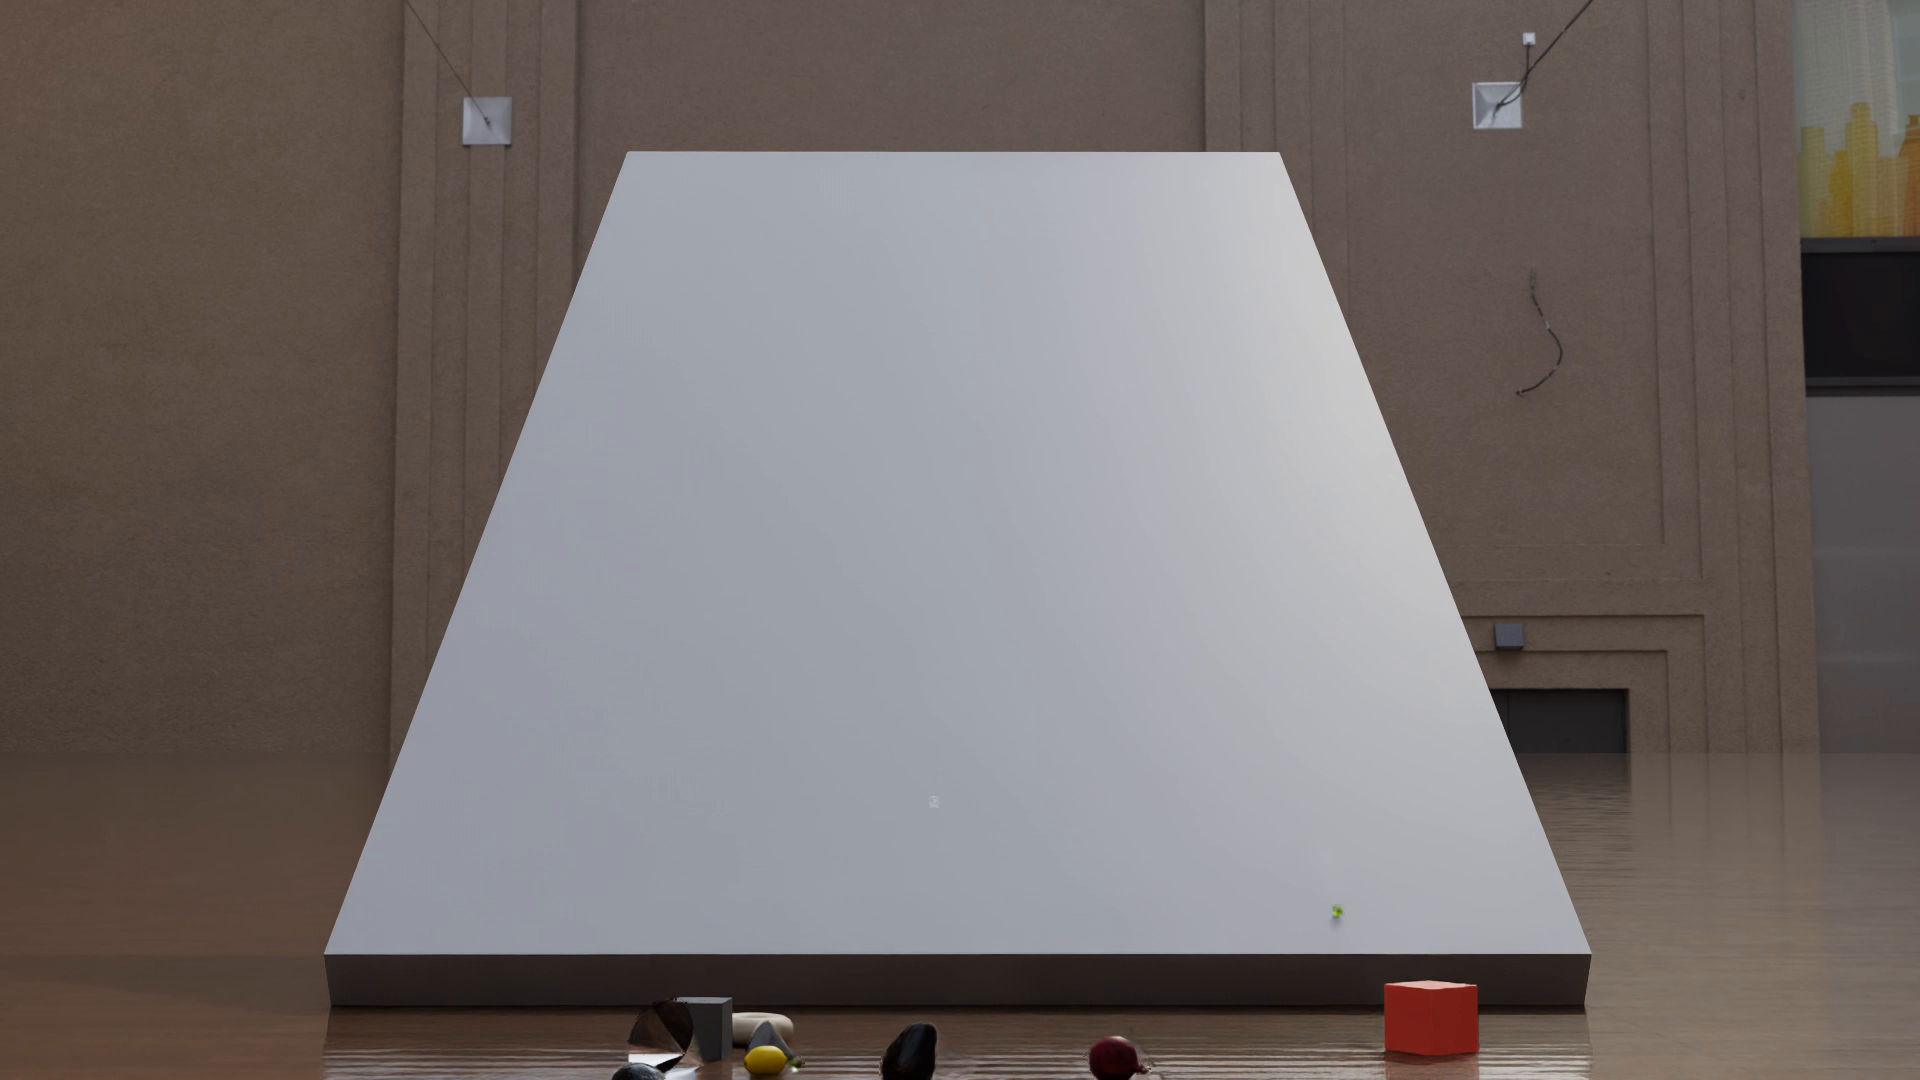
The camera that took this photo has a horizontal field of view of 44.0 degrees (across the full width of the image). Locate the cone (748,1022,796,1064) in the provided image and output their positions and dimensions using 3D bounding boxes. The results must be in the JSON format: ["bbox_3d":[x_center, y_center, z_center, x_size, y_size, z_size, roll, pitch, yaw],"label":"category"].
[{"bbox_3d":[-0.238,0.669,3.109,0.059,0.059,0.059,30,-16,-19],"label":"cone"}]

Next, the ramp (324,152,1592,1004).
[{"bbox_3d":[-0.011,-0.225,5.548,2.000,0.100,4.000,0,27,0],"label":"ramp"}]

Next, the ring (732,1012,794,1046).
[{"bbox_3d":[-0.288,0.681,3.313,0.113,0.038,0.113,1,-6,0],"label":"ring"}]

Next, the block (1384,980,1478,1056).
[{"bbox_3d":[0.639,0.648,3.228,0.088,0.088,0.088,4,-6,-36],"label":"block"}]

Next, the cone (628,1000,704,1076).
[{"bbox_3d":[-0.353,0.653,3.029,0.100,0.100,0.100,-3,-32,33],"label":"cone"}]

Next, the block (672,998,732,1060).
[{"bbox_3d":[-0.346,0.650,3.169,0.073,0.073,0.073,0,-5,5],"label":"block"}]
